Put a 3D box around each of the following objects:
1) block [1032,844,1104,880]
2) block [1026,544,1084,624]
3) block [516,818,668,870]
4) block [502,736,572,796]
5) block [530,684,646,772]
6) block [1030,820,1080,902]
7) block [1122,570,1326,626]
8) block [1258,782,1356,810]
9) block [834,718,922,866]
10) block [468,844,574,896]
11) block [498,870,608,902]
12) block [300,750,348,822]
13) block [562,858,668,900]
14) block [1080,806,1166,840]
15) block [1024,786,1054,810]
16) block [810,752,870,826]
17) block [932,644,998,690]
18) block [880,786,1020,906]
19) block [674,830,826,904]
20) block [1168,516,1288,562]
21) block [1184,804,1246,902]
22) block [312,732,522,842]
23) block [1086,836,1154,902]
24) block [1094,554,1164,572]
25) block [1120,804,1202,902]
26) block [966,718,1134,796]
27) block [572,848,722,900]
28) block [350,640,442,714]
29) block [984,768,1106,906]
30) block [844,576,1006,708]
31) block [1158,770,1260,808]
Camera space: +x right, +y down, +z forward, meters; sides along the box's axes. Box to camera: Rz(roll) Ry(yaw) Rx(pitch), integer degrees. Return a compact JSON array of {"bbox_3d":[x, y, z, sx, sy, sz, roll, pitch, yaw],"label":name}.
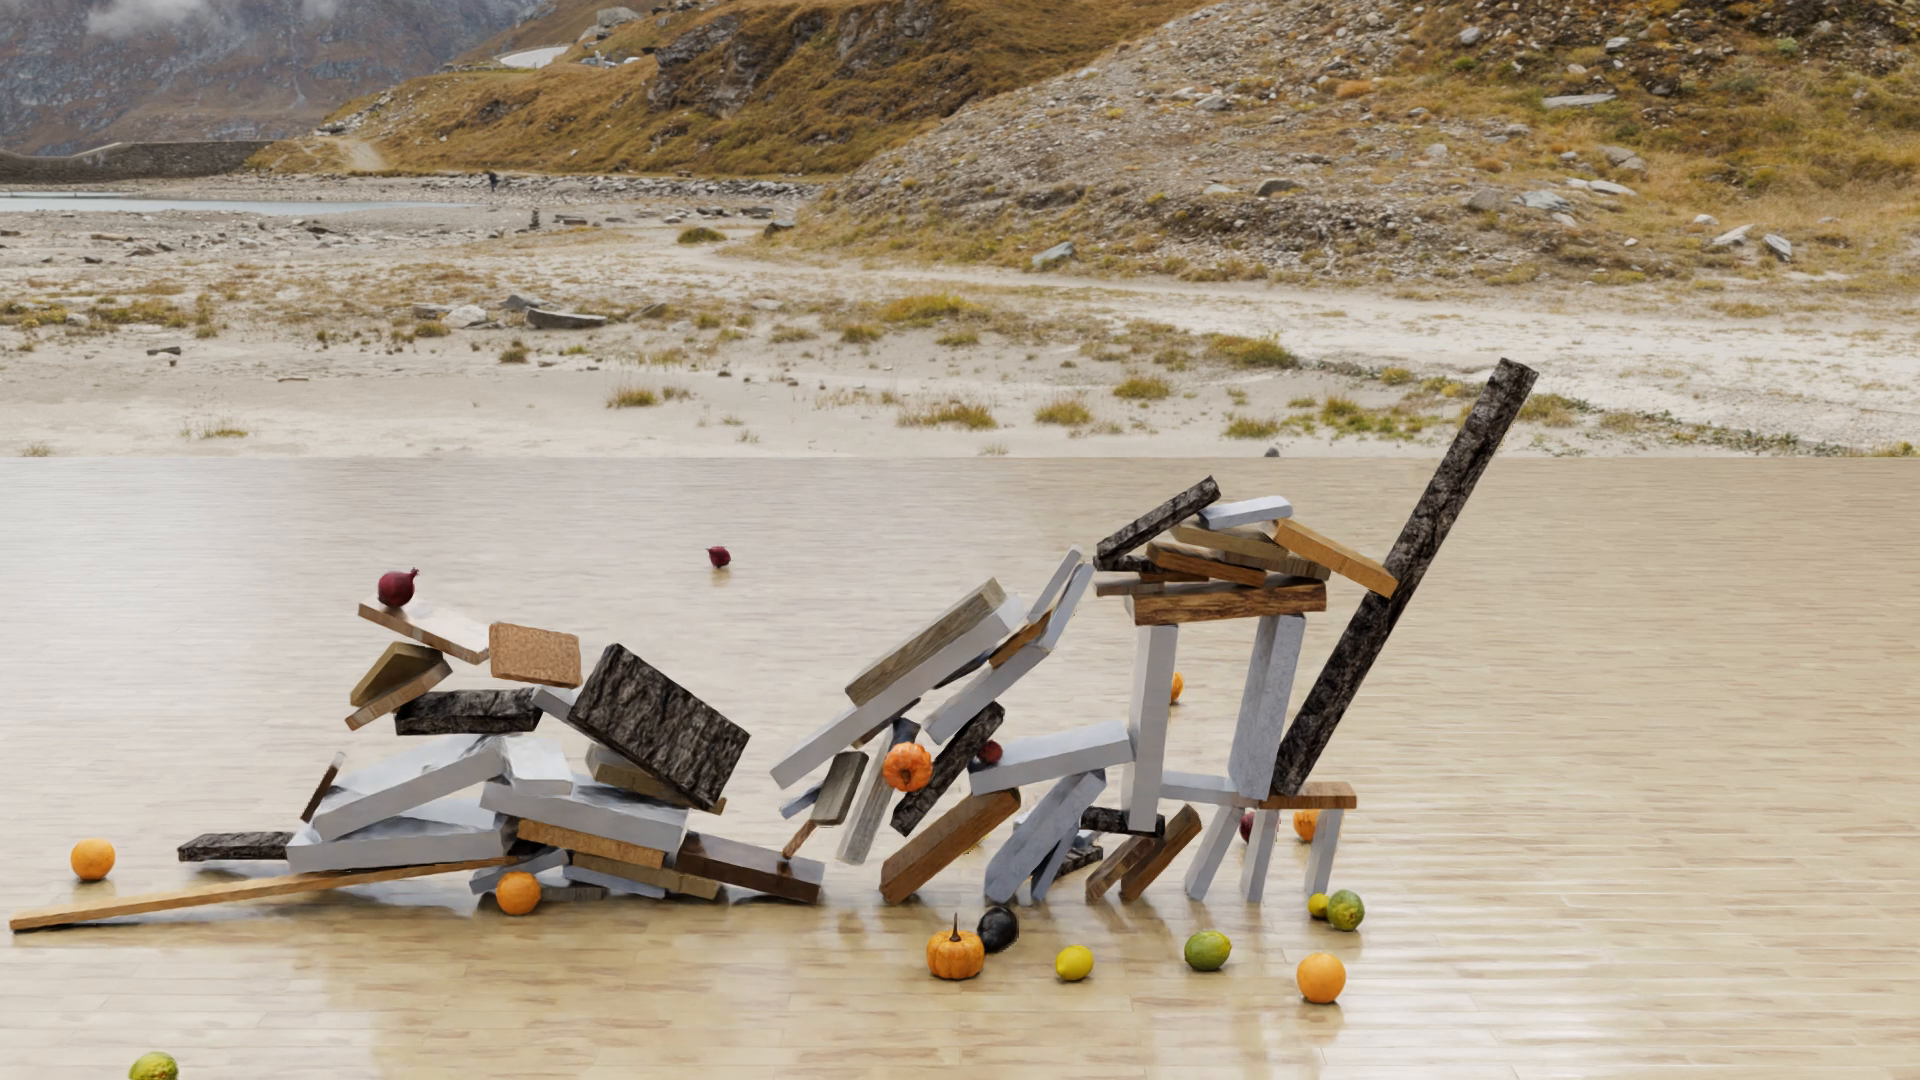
[{"bbox_3d":[0.176,0.553,3.811,0.073,0.021,0.146,9,14,39],"label":"block"},{"bbox_3d":[0.152,0.070,3.522,0.019,0.136,0.068,33,9,1],"label":"block"},{"bbox_3d":[-0.601,0.486,3.637,0.239,0.034,0.120,13,8,-2],"label":"block"},{"bbox_3d":[-0.648,0.345,3.364,0.086,0.024,0.171,5,15,-19],"label":"block"},{"bbox_3d":[-0.608,0.296,3.681,0.226,0.032,0.113,34,13,-15],"label":"block"},{"bbox_3d":[0.157,0.525,3.655,0.020,0.140,0.070,26,10,-4],"label":"block"},{"bbox_3d":[0.427,0.090,3.577,0.308,0.044,0.154,-5,11,-2],"label":"block"},{"bbox_3d":[0.569,0.422,3.636,0.158,0.022,0.079,0,11,-1],"label":"block"},{"bbox_3d":[-0.138,0.420,3.661,0.035,0.247,0.124,24,-13,-6],"label":"block"},{"bbox_3d":[-0.725,0.539,3.662,0.172,0.024,0.086,-20,10,4],"label":"block"},{"bbox_3d":[-0.677,0.577,3.672,0.172,0.024,0.086,0,11,1],"label":"block"},{"bbox_3d":[-1.060,0.411,3.661,0.016,0.114,0.057,30,16,-11],"label":"block"},{"bbox_3d":[-0.572,0.556,3.670,0.172,0.024,0.086,13,10,-3],"label":"block"},{"bbox_3d":[0.269,0.466,3.637,0.139,0.020,0.070,7,10,4],"label":"block"},{"bbox_3d":[0.184,0.502,4.059,0.109,0.031,0.218,-1,11,-4],"label":"block"},{"bbox_3d":[-0.199,0.410,3.632,0.064,0.128,0.018,-8,-40,42],"label":"block"},{"bbox_3d":[0.007,0.209,3.681,0.126,0.018,0.063,-30,10,47],"label":"block"},{"bbox_3d":[-0.016,0.491,3.654,0.268,0.038,0.134,-39,8,7],"label":"block"},{"bbox_3d":[-0.348,0.544,3.663,0.239,0.034,0.120,14,9,-2],"label":"block"},{"bbox_3d":[0.426,-0.004,3.507,0.179,0.025,0.090,11,13,-9],"label":"block"},{"bbox_3d":[0.423,0.509,3.657,0.024,0.169,0.085,24,10,-4],"label":"block"},{"bbox_3d":[-0.893,0.388,3.632,0.327,0.046,0.163,-21,16,4],"label":"block"},{"bbox_3d":[0.265,0.535,3.654,0.020,0.139,0.070,44,9,-6],"label":"block"},{"bbox_3d":[0.273,0.038,3.548,0.109,0.015,0.054,1,11,-3],"label":"block"},{"bbox_3d":[0.333,0.519,3.659,0.024,0.169,0.085,41,8,-7],"label":"block"},{"bbox_3d":[0.146,0.357,3.625,0.268,0.038,0.134,-12,10,0],"label":"block"},{"bbox_3d":[-0.515,0.538,3.669,0.239,0.034,0.120,14,9,1],"label":"block"},{"bbox_3d":[-0.942,0.230,3.673,0.086,0.024,0.171,15,-43,-36],"label":"block"},{"bbox_3d":[0.140,0.476,3.649,0.038,0.268,0.134,39,9,-6],"label":"block"},{"bbox_3d":[-0.056,0.168,3.625,0.282,0.040,0.141,-36,2,13],"label":"block"},{"bbox_3d":[0.404,0.411,3.636,0.169,0.024,0.085,7,11,-3],"label":"block"}]
